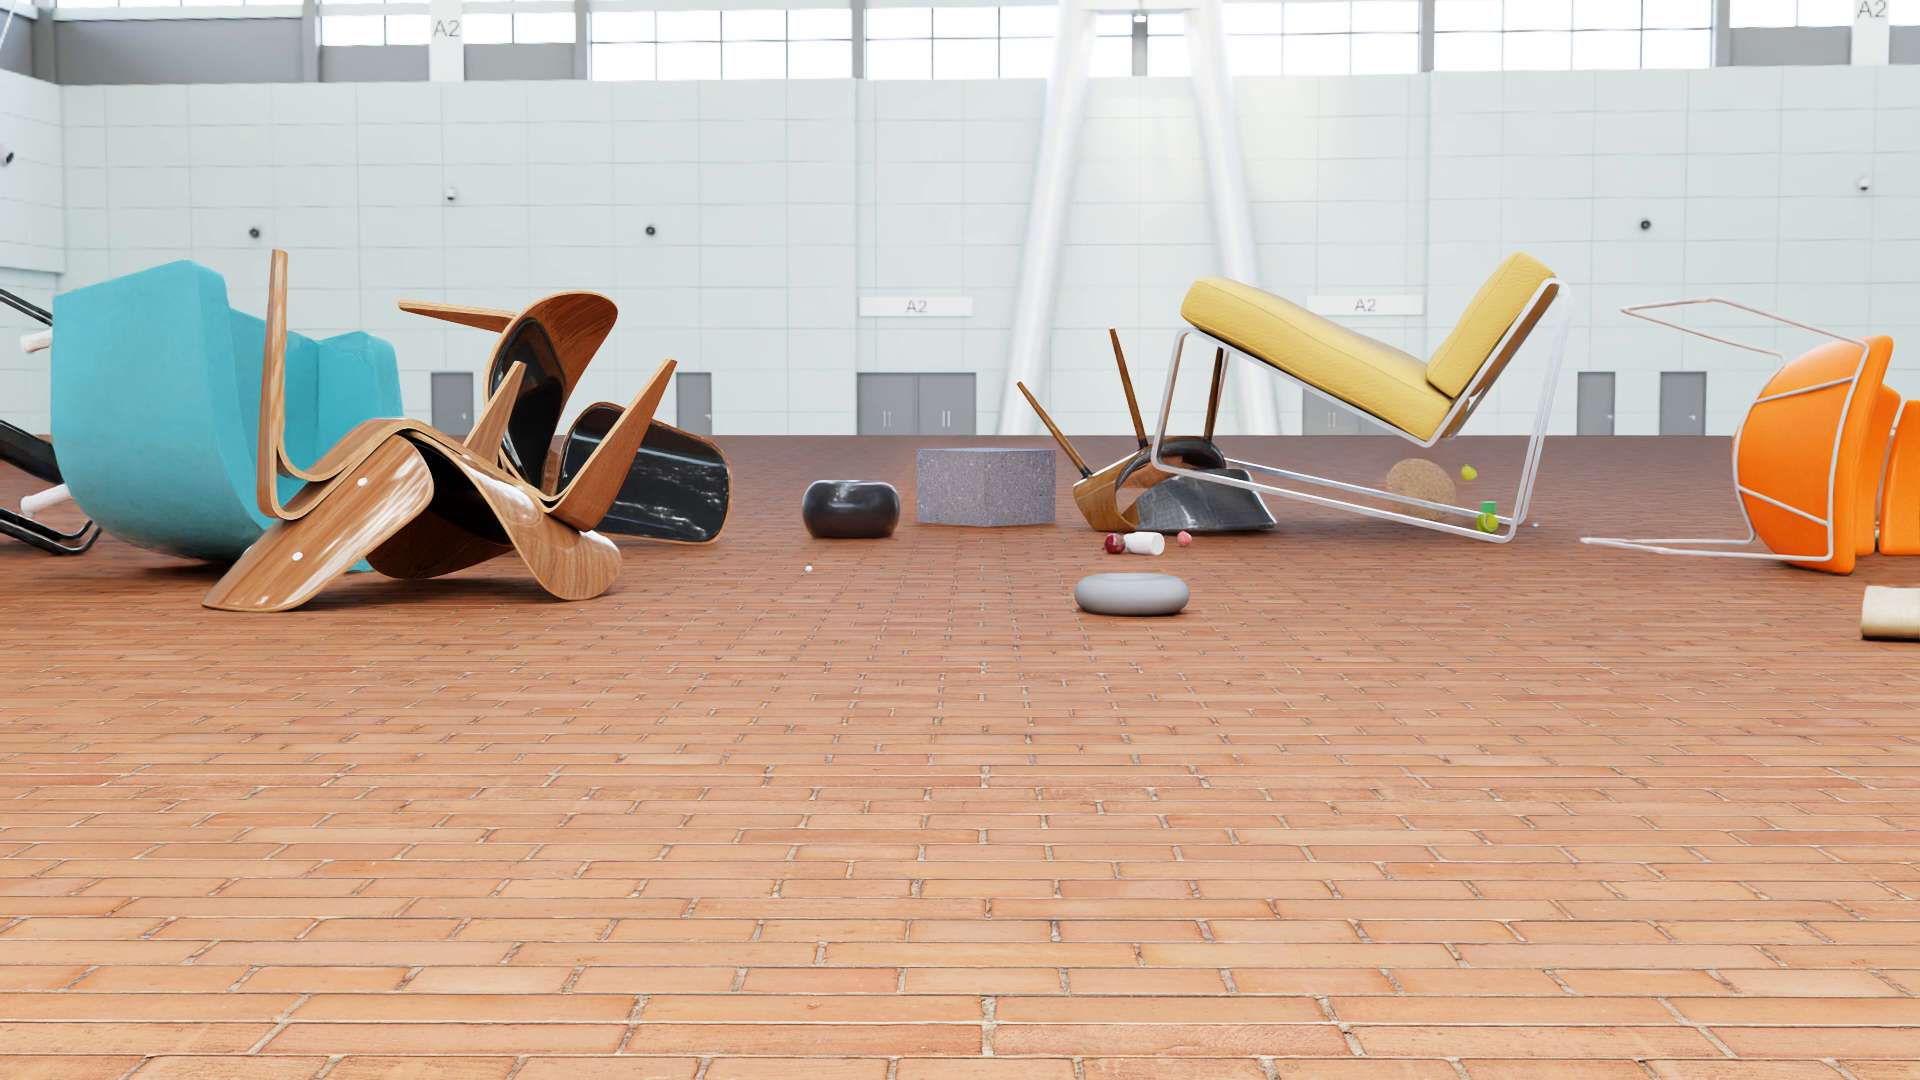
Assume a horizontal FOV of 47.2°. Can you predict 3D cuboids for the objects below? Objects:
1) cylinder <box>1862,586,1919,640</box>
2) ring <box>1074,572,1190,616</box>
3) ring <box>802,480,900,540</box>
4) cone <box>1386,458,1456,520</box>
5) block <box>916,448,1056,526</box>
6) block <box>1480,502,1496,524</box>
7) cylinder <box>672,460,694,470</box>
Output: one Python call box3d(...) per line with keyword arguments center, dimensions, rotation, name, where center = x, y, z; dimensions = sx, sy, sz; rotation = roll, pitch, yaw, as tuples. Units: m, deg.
box3d(center=(1.714, 0.133, 3.970), dimensions=(0.147, 0.083, 0.208), rotation=(2, 12, 26), name="cylinder")
box3d(center=(0.346, 0.109, 4.442), dimensions=(0.217, 0.072, 0.271), rotation=(-3, 4, -27), name="ring")
box3d(center=(-0.330, -0.091, 6.674), dimensions=(0.311, 0.169, 0.265), rotation=(-1, 5, -33), name="ring")
box3d(center=(1.643, -0.129, 7.657), dimensions=(0.282, 0.201, 0.249), rotation=(44, 4, 37), name="cone")
box3d(center=(0.086, -0.181, 7.399), dimensions=(0.318, 0.245, 0.347), rotation=(-3, 5, -41), name="block")
box3d(center=(1.781, -0.093, 7.408), dimensions=(0.039, 0.068, 0.077), rotation=(2, 4, 23), name="block")
box3d(center=(-1.550, -0.419, 12.277), dimensions=(0.093, 0.043, 0.082), rotation=(2, 29, 31), name="cylinder")
